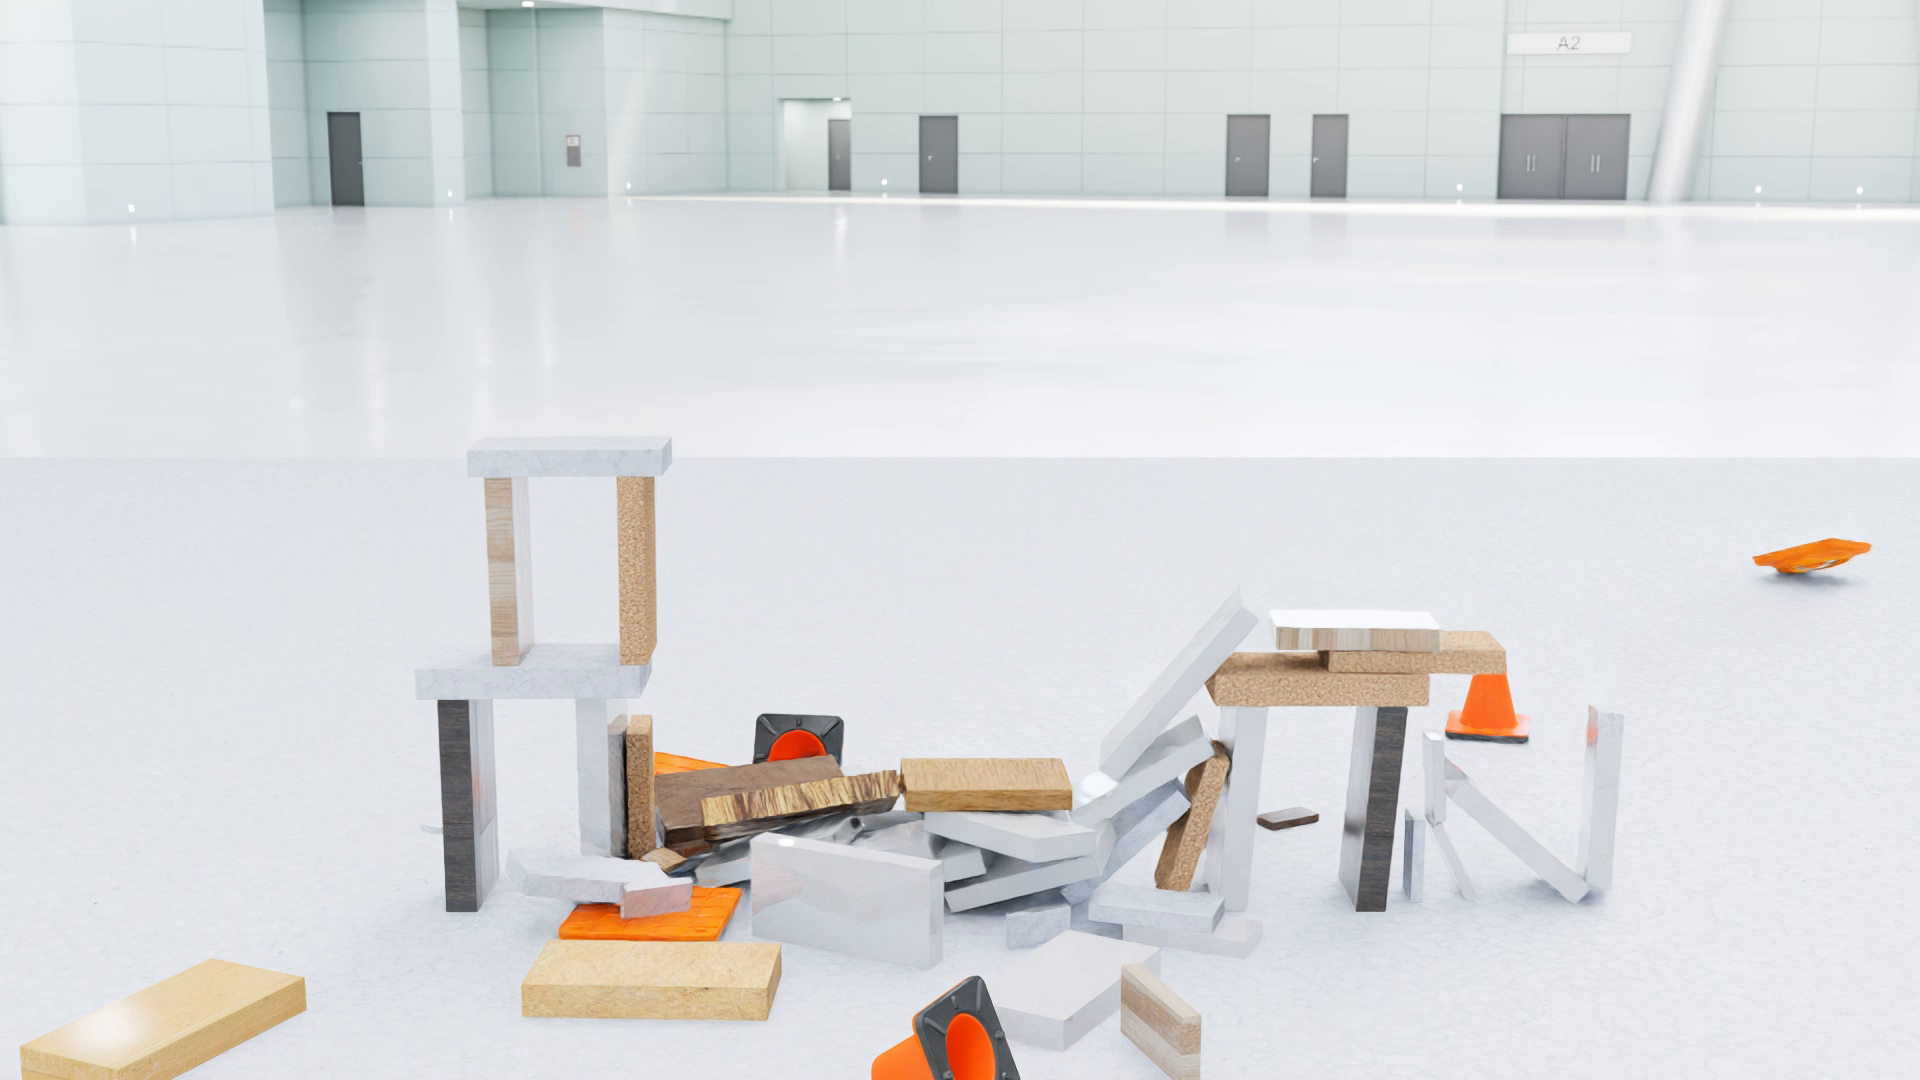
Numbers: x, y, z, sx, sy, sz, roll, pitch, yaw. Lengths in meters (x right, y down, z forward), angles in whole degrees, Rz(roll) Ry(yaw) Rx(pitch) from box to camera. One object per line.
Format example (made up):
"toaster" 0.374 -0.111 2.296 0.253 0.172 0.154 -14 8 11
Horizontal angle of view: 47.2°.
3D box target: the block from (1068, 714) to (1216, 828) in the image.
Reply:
"block" 0.295 0.382 3.622 0.256 0.036 0.128 -31 10 7

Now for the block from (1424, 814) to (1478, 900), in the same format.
"block" 0.816 0.524 3.657 0.020 0.139 0.070 -26 8 6

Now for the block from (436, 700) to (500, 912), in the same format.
"block" -0.811 0.414 3.636 0.051 0.357 0.179 0 11 0

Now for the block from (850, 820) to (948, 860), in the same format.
"block" -0.153 0.520 3.646 0.257 0.036 0.129 -14 9 16

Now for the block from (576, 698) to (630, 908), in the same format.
"block" -0.592 0.410 3.660 0.051 0.357 0.179 0 11 2

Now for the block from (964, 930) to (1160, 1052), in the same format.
"block" 0.154 0.653 3.209 0.158 0.045 0.317 6 12 29

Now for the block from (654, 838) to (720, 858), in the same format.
"block" -0.467 0.529 3.758 0.109 0.015 0.054 -10 5 -12

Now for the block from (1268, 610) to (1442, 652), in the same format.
"block" 0.640 0.146 3.579 0.261 0.037 0.130 1 11 3

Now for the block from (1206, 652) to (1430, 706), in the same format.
"block" 0.579 0.227 3.599 0.343 0.049 0.171 0 11 0

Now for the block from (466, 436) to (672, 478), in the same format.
"block" -0.625 -0.135 3.542 0.306 0.043 0.153 0 11 -1

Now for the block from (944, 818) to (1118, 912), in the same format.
"block" 0.116 0.530 3.585 0.266 0.038 0.133 -18 14 21

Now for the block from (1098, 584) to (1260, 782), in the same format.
"block" 0.357 0.234 3.594 0.037 0.360 0.131 38 14 -5

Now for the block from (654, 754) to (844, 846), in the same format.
"block" -0.373 0.471 3.938 0.353 0.050 0.176 -5 27 -21

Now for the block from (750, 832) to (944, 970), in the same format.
"block" -0.177 0.557 3.409 0.317 0.158 0.045 5 11 26

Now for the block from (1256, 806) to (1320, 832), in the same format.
"block" 0.602 0.512 4.045 0.108 0.015 0.054 -6 12 -30

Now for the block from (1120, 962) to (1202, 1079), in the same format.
"block" 0.273 0.662 3.011 0.028 0.099 0.198 -4 11 -20

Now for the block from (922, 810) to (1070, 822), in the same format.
"block" 0.049 0.448 3.735 0.260 0.037 0.130 9 -27 17

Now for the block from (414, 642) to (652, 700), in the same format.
"block" -0.693 0.213 3.602 0.357 0.051 0.179 0 11 -2

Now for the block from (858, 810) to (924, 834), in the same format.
"block" -0.059 0.507 3.820 0.244 0.035 0.122 1 11 6

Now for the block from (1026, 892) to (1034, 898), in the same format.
"block" 0.146 0.559 3.667 0.092 0.013 0.046 -33 8 6

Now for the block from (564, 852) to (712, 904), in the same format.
"block" -0.522 0.556 3.638 0.045 0.013 0.429 1 2 21

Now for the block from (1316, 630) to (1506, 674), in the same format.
"block" 0.735 0.183 3.595 0.282 0.040 0.141 0 11 1

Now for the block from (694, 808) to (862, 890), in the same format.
"block" -0.304 0.520 3.698 0.257 0.036 0.129 -17 8 17

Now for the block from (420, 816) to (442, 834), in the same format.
"block" -0.939 0.517 4.025 0.045 0.013 0.090 6 12 28

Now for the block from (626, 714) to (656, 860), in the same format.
"block" -0.546 0.441 3.769 0.036 0.257 0.129 -1 11 -5

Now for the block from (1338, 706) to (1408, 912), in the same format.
"block" 0.681 0.421 3.635 0.049 0.343 0.171 4 10 -1

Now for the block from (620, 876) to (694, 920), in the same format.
"block" -0.472 0.558 3.422 0.109 0.054 0.015 -3 29 -28

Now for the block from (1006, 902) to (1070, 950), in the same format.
"block" 0.122 0.605 3.441 0.108 0.054 0.015 -6 15 -28

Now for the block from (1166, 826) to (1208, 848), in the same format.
"block" 0.439 0.505 4.026 0.131 0.037 0.261 -1 11 -5

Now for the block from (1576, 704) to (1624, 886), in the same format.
"block" 1.062 0.420 3.648 0.040 0.282 0.141 4 2 9

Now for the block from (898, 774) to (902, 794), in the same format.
"block" -0.050 0.443 3.850 0.196 0.015 0.054 17 -28 -10

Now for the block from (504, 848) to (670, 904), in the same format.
"block" -0.581 0.532 3.463 0.244 0.035 0.122 10 7 -26

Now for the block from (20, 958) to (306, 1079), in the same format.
"block" -1.100 0.678 3.059 0.176 0.050 0.353 5 12 25

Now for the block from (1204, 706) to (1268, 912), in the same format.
"block" 0.455 0.420 3.635 0.049 0.343 0.171 4 10 -2

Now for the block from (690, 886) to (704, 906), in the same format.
"block" -0.484 0.586 3.648 0.109 0.015 0.054 5 12 26

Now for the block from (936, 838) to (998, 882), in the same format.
"block" -0.074 0.538 3.633 0.266 0.038 0.133 -15 9 14

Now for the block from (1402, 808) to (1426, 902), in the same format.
"block" 0.755 0.522 3.655 0.020 0.140 0.070 0 11 0

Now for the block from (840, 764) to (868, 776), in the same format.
"block" -0.266 0.480 4.043 0.244 0.035 0.122 -10 30 -31

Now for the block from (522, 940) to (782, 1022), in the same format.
"block" -0.449 0.646 3.232 0.353 0.050 0.176 0 11 2

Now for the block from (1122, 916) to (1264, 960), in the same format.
"block" 0.366 0.615 3.459 0.198 0.028 0.099 5 11 23

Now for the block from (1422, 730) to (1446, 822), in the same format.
"block" 0.783 0.389 3.632 0.020 0.140 0.070 -4 8 0

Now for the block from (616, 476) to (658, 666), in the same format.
"block" -0.524 0.037 3.576 0.043 0.306 0.153 0 11 -2

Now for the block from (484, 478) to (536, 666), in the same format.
"block" -0.730 0.038 3.571 0.043 0.306 0.153 -1 11 -1

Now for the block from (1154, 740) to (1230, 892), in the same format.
"block" 0.383 0.465 3.641 0.036 0.257 0.128 16 10 -4

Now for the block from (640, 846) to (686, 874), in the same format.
"block" -0.498 0.536 3.672 0.045 0.013 0.090 27 11 14

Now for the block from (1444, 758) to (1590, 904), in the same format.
"block" 0.914 0.483 3.661 0.282 0.040 0.141 40 7 -8

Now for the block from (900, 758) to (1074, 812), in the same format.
"block" 0.041 0.402 3.620 0.271 0.037 0.130 0 18 -6

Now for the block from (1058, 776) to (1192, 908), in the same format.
"block" 0.269 0.492 3.648 0.257 0.036 0.128 -42 9 6

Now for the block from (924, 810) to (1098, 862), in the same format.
"block" 0.079 0.466 3.528 0.133 0.038 0.266 -1 6 -41

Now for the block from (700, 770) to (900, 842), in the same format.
"block" -0.273 0.450 3.722 0.327 0.045 0.158 -8 -16 -10

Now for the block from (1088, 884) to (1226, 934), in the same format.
"block" 0.312 0.583 3.478 0.198 0.028 0.099 3 11 18
